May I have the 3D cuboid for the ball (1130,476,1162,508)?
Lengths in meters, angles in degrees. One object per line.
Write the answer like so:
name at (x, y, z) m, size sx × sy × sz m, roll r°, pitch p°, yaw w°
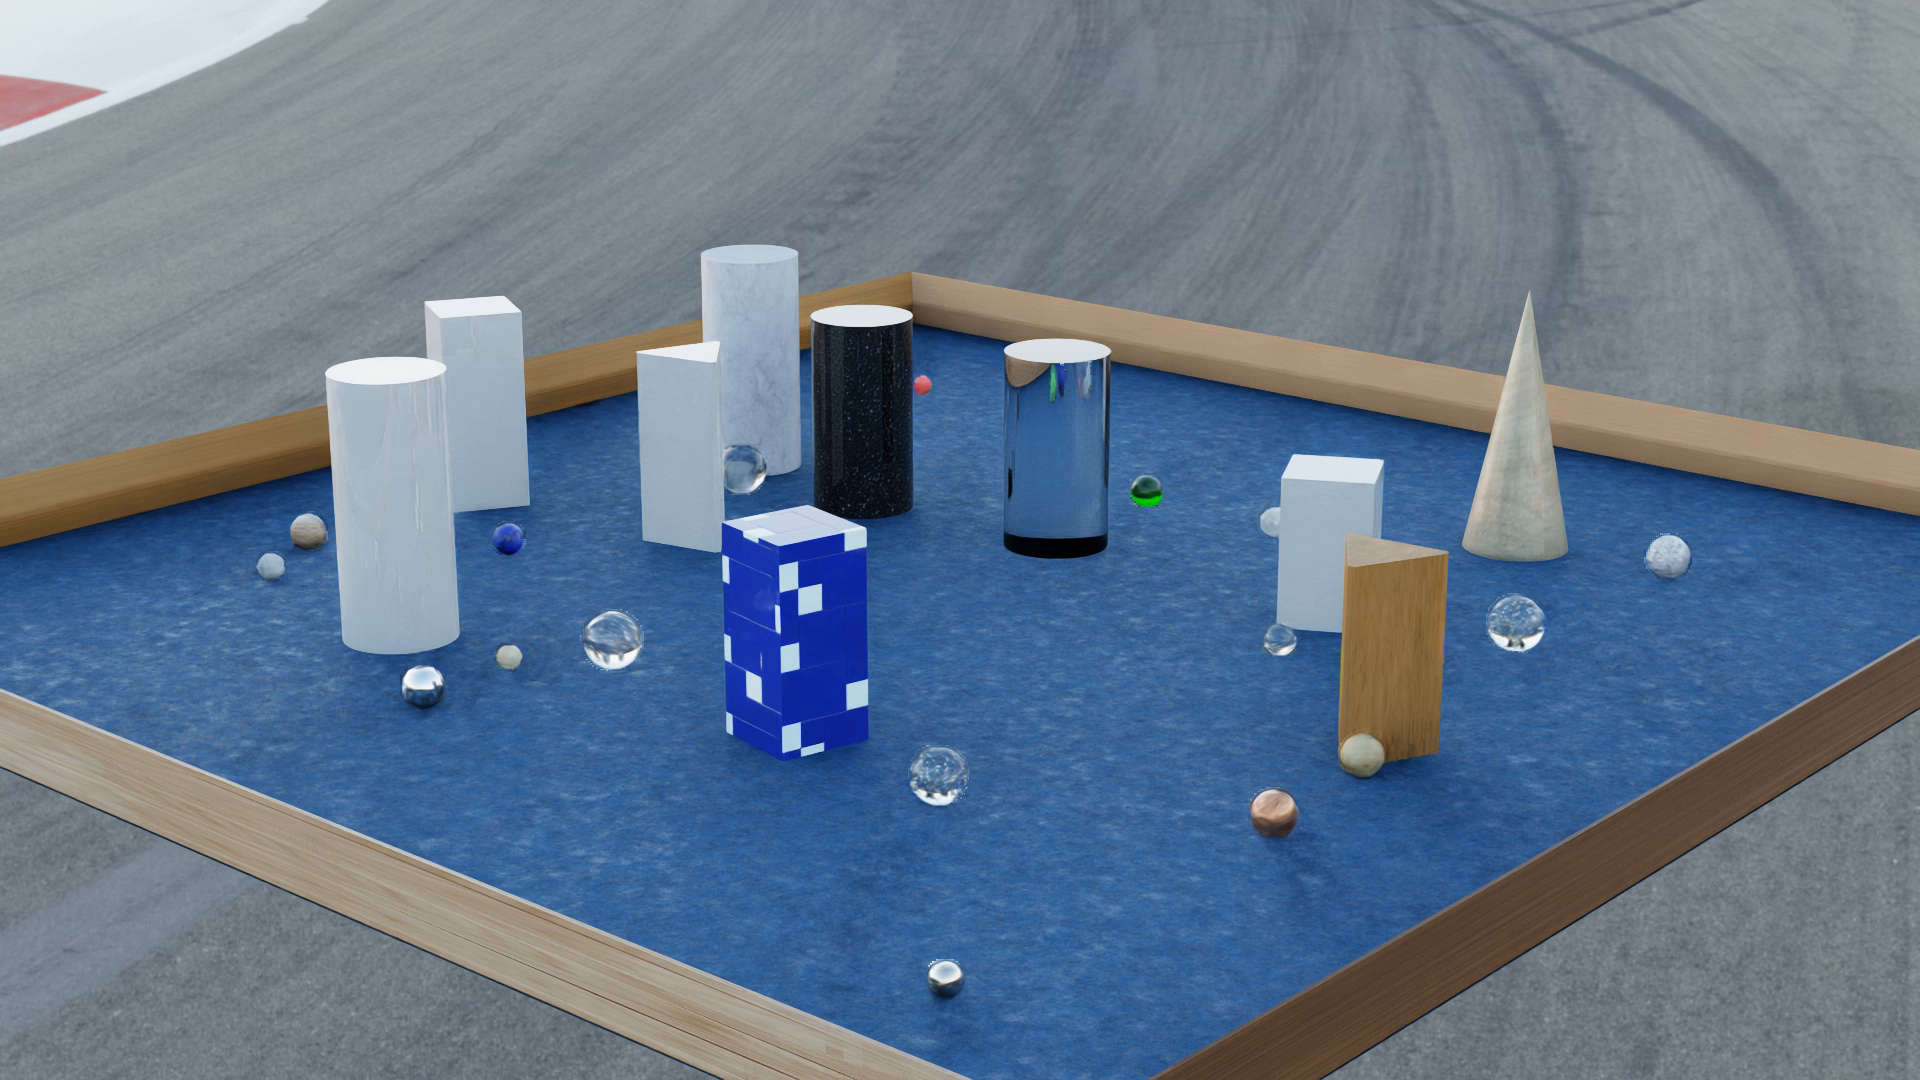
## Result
ball at (0.360, -0.094, 5.652) m, size 0.062 × 0.062 × 0.062 m, roll 0°, pitch 17°, yaw 0°

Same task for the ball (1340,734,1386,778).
ball at (0.589, 0.315, 4.290) m, size 0.065 × 0.065 × 0.065 m, roll 0°, pitch 17°, yaw 0°

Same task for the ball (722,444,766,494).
ball at (-0.428, -0.139, 5.738) m, size 0.097 × 0.097 × 0.097 m, roll 0°, pitch 17°, yaw 0°

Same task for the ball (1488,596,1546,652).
ball at (0.916, 0.138, 4.827) m, size 0.093 × 0.093 × 0.093 m, roll 0°, pitch 17°, yaw 0°

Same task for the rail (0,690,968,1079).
rail at (-1.011, 0.368, 4.005) m, size 3.036 × 0.126 × 0.045 m, roll 14°, pitch 22°, yaw 39°

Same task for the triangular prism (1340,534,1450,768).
triangular prism at (0.612, 0.159, 4.379) m, size 0.168 × 0.313 × 0.146 m, roll -7°, pitch 18°, yaw -23°

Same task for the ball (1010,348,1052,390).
ball at (0.160, -0.380, 6.544) m, size 0.094 × 0.094 × 0.094 m, roll 0°, pitch 17°, yaw 0°

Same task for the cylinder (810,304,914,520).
cylinder at (-0.186, -0.247, 5.616) m, size 0.194 × 0.374 × 0.194 m, roll 0°, pitch 17°, yaw 0°

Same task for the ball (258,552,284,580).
ball at (-1.224, 0.047, 5.207) m, size 0.048 × 0.048 × 0.048 m, roll 0°, pitch 17°, yaw 0°

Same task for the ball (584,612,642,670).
ball at (-0.561, 0.163, 4.742) m, size 0.095 × 0.095 × 0.095 m, roll 0°, pitch 17°, yaw 0°

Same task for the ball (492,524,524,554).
ball at (-0.825, -0.002, 5.353) m, size 0.057 × 0.057 × 0.057 m, roll 0°, pitch 17°, yaw 0°

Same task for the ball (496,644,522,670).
ball at (-0.730, 0.189, 4.748) m, size 0.041 × 0.041 × 0.041 m, roll 0°, pitch 17°, yaw 0°

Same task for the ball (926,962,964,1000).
ball at (-0.018, 0.538, 3.584) m, size 0.046 × 0.046 × 0.046 m, roll 0°, pitch 17°, yaw 0°

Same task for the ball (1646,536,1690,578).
ball at (1.260, 0.030, 5.216) m, size 0.076 × 0.076 × 0.076 m, roll 0°, pitch 17°, yaw 0°

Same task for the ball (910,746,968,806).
ball at (-0.030, 0.337, 4.184) m, size 0.084 × 0.084 × 0.084 m, roll 0°, pitch 17°, yaw 0°

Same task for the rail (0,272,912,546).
rail at (-1.128, -0.251, 6.058) m, size 0.045 × 0.126 × 3.133 m, roll 14°, pitch 22°, yaw 39°

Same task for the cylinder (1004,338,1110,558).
cylinder at (0.177, -0.169, 5.373) m, size 0.194 × 0.366 × 0.194 m, roll 0°, pitch 17°, yaw 0°

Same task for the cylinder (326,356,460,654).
cylinder at (-0.937, -0.058, 4.850) m, size 0.194 × 0.456 × 0.194 m, roll 0°, pitch 17°, yaw 0°

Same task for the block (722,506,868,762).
block at (-0.247, 0.138, 4.412) m, size 0.155 × 0.334 × 0.155 m, roll -12°, pitch 21°, yaw -35°

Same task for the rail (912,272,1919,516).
rail at (1.011, -0.305, 6.236) m, size 3.036 × 0.126 × 0.045 m, roll 14°, pitch 22°, yaw 39°

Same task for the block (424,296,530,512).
block at (-0.932, -0.263, 5.658) m, size 0.155 × 0.382 × 0.155 m, roll -6°, pitch 18°, yaw -20°

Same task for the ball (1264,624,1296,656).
ball at (0.525, 0.164, 4.810) m, size 0.053 × 0.053 × 0.053 m, roll 0°, pitch 17°, yaw 0°

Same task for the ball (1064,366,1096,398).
ball at (0.264, -0.350, 6.486) m, size 0.070 × 0.070 × 0.070 m, roll 0°, pitch 17°, yaw 0°

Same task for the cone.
cone at (1.024, -0.220, 5.339) m, size 0.194 × 0.484 × 0.194 m, roll 0°, pitch 17°, yaw 0°

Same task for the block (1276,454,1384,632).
block at (0.628, 0.006, 4.971) m, size 0.155 × 0.263 × 0.155 m, roll 4°, pitch 17°, yaw 13°

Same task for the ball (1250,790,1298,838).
ball at (0.436, 0.381, 4.070) m, size 0.067 × 0.067 × 0.067 m, roll 0°, pitch 17°, yaw 0°

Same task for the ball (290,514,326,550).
ball at (-1.196, -0.015, 5.380) m, size 0.067 × 0.067 × 0.067 m, roll 0°, pitch 17°, yaw 0°

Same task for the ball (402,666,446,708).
ball at (-0.836, 0.229, 4.570) m, size 0.068 × 0.068 × 0.068 m, roll 0°, pitch 17°, yaw 0°

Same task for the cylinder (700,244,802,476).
cylinder at (-0.419, -0.362, 5.896) m, size 0.194 × 0.433 × 0.194 m, roll 0°, pitch 17°, yaw 0°

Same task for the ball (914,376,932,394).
ball at (-0.083, -0.344, 6.513) m, size 0.042 × 0.042 × 0.042 m, roll 0°, pitch 17°, yaw 0°

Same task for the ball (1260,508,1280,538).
ball at (0.586, -0.033, 5.460) m, size 0.056 × 0.056 × 0.056 m, roll 0°, pitch 17°, yaw 0°

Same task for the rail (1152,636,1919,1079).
rail at (1.128, 0.315, 4.182) m, size 0.045 × 0.126 × 3.133 m, roll 14°, pitch 22°, yaw 39°

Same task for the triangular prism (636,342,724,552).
triangular prism at (-0.482, -0.179, 5.421) m, size 0.168 × 0.357 × 0.146 m, roll 9°, pitch 19°, yaw 27°
